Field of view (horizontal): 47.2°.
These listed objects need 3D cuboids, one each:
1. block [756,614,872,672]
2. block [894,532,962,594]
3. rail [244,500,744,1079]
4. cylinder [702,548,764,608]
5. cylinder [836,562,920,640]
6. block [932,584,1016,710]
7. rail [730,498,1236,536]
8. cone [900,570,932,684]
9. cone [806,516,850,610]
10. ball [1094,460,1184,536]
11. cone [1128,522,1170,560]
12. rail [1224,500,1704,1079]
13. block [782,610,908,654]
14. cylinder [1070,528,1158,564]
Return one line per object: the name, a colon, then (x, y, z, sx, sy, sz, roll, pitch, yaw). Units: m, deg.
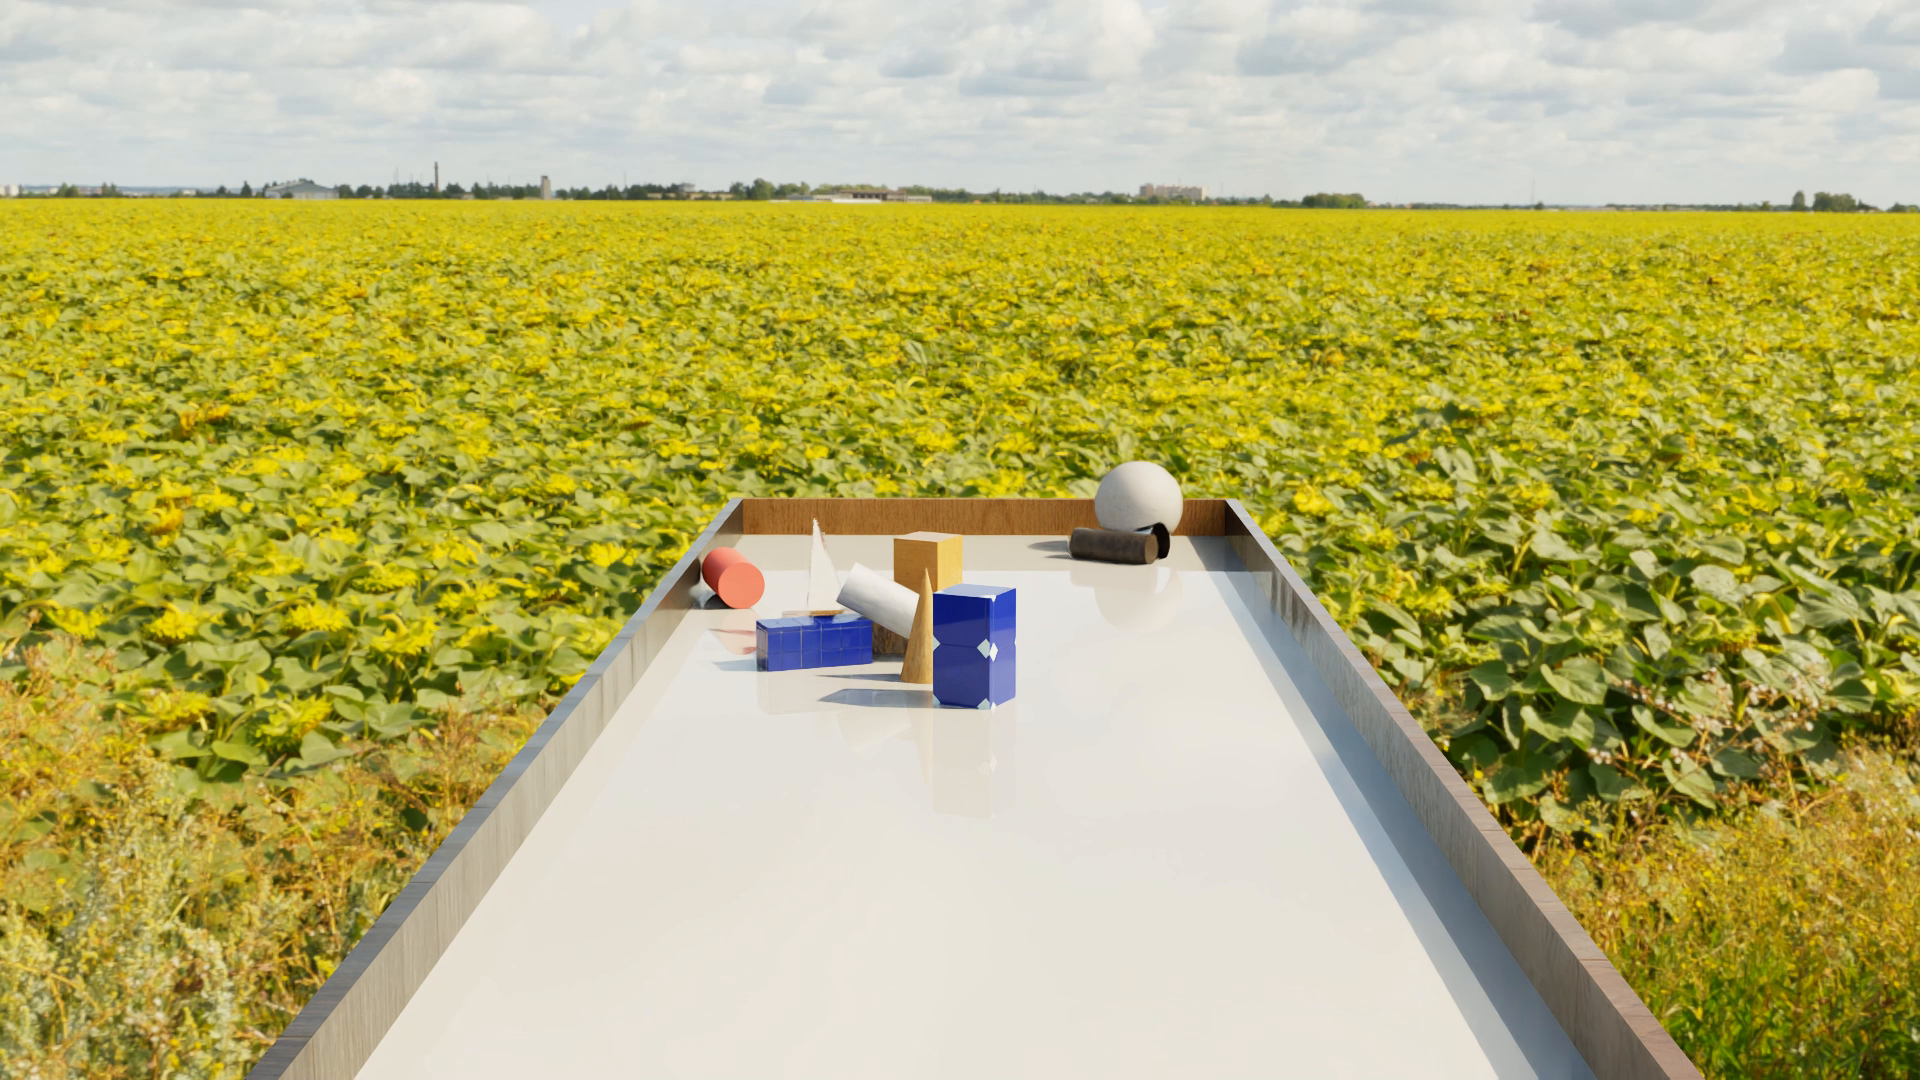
block: (-0.441, 0.308, 6.641, 0.324, 0.133, 0.133, -3, 10, -20)
block: (-0.102, 0.150, 7.020, 0.161, 0.327, 0.161, 5, 10, 28)
rail: (-1.004, 0.839, 3.234, 0.050, 0.150, 12.000, 0, 9, 1)
cylinder: (-0.793, 0.130, 7.670, 0.161, 0.161, 0.346, -3, 9, -16)
cylinder: (-0.176, 0.215, 6.695, 0.387, 0.137, 0.137, 27, 9, -1)
block: (0.041, 0.295, 6.146, 0.174, 0.313, 0.174, 4, 10, 25)
rail: (0.099, -0.098, 9.147, 2.100, 0.150, 0.050, 0, 9, 1)
cone: (-0.099, 0.240, 6.424, 0.155, 0.335, 0.155, 0, 9, 0)
cone: (-0.440, 0.102, 7.036, 0.167, 0.382, 0.167, -8, -10, -1)
ball: (0.715, -0.142, 8.778, 0.352, 0.352, 0.352, 0, 9, 0)
cone: (0.605, 0.018, 8.669, 0.435, 0.143, 0.143, -5, 4, 37)
rail: (1.046, 0.843, 3.208, 0.050, 0.150, 12.000, 0, 9, 1)
block: (-0.327, 0.286, 6.830, 0.452, 0.117, 0.117, -1, 9, -3)
cylinder: (0.594, 0.022, 8.498, 0.323, 0.117, 0.117, 5, 10, 30)
